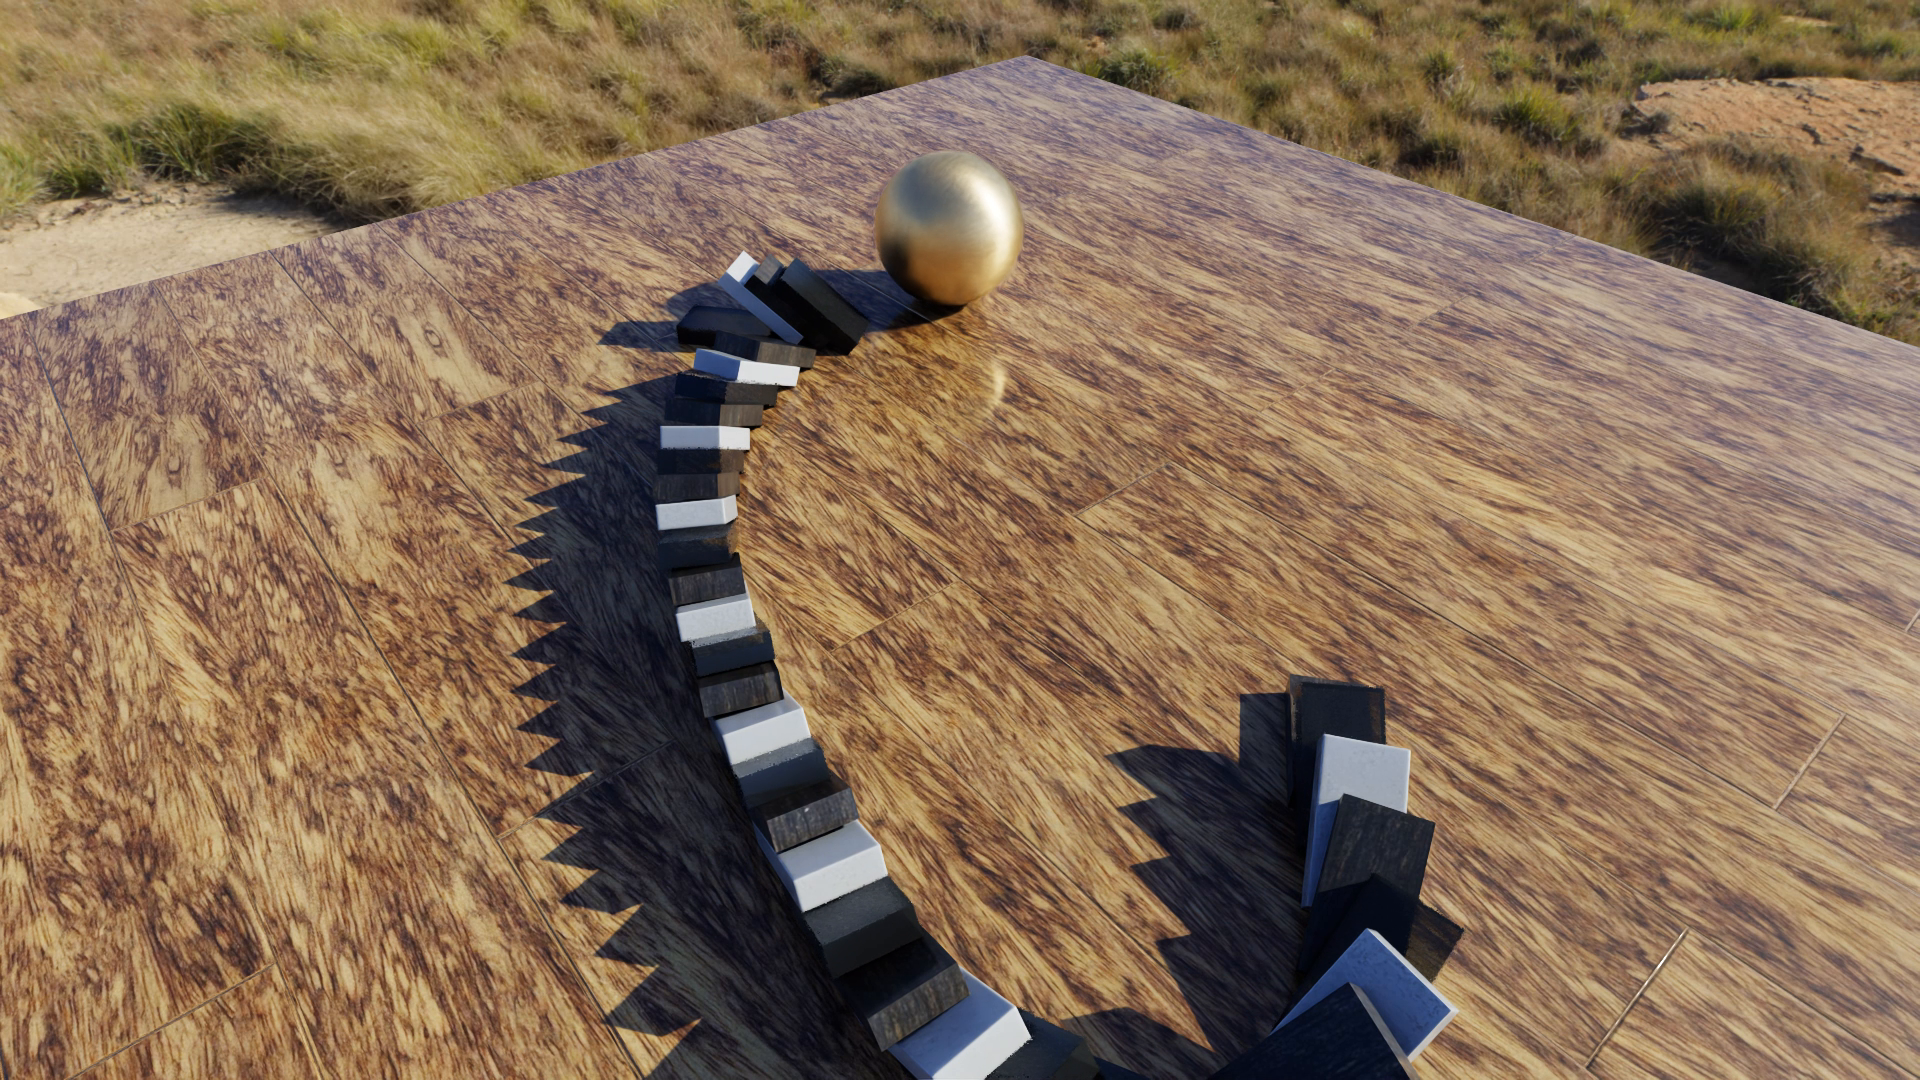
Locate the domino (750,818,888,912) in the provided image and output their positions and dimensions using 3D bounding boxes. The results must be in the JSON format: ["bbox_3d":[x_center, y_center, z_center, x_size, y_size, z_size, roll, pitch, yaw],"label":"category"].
[{"bbox_3d":[-0.042,0.088,0.318,0.025,0.010,0.050,-18,13,-21],"label":"domino"}]

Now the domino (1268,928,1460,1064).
[{"bbox_3d":[0.094,0.123,0.269,0.050,0.010,0.025,-51,50,6],"label":"domino"}]

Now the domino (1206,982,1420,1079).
[{"bbox_3d":[0.081,0.130,0.260,0.050,0.010,0.025,-42,42,13],"label":"domino"}]

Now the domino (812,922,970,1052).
[{"bbox_3d":[-0.020,0.110,0.287,0.025,0.009,0.050,-26,14,-20],"label":"domino"}]

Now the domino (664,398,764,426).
[{"bbox_3d":[-0.110,-0.057,0.494,0.025,0.009,0.050,8,8,10],"label":"domino"}]

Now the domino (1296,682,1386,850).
[{"bbox_3d":[0.117,0.070,0.338,0.025,0.009,0.050,4,68,8],"label":"domino"}]

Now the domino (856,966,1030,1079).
[{"bbox_3d":[-0.007,0.119,0.276,0.025,0.009,0.050,-31,15,-25],"label":"domino"}]

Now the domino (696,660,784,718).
[{"bbox_3d":[-0.075,0.046,0.368,0.025,0.009,0.050,-12,9,-14],"label":"domino"}]

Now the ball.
[{"bbox_3d":[-0.006,-0.166,0.591,0.080,0.080,0.080,0,39,0],"label":"ball"}]

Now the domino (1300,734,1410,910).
[{"bbox_3d":[0.116,0.084,0.322,0.025,0.009,0.050,9,69,10],"label":"domino"}]

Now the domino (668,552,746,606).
[{"bbox_3d":[-0.093,0.014,0.406,0.025,0.010,0.050,-10,7,-11],"label":"domino"}]

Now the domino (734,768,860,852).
[{"bbox_3d":[-0.050,0.077,0.329,0.025,0.009,0.050,-18,9,-21],"label":"domino"}]

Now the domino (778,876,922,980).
[{"bbox_3d":[-0.031,0.100,0.302,0.025,0.009,0.050,-19,12,-20],"label":"domino"}]

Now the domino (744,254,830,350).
[{"bbox_3d":[-0.085,-0.123,0.570,0.050,0.010,0.025,39,37,-17],"label":"domino"}]

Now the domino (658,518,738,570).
[{"bbox_3d":[-0.100,0.001,0.423,0.025,0.010,0.050,-6,9,-7],"label":"domino"}]

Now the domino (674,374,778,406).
[{"bbox_3d":[-0.107,-0.069,0.508,0.025,0.010,0.050,12,9,16],"label":"domino"}]

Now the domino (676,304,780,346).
[{"bbox_3d":[-0.121,-0.112,0.580,0.050,0.010,0.025,7,40,9],"label":"domino"}]

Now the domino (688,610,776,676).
[{"bbox_3d":[-0.080,0.035,0.379,0.025,0.010,0.050,-12,8,-16],"label":"domino"}]

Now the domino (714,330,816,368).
[{"bbox_3d":[-0.095,-0.093,0.538,0.025,0.010,0.050,19,12,21],"label":"domino"}]

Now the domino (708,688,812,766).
[{"bbox_3d":[-0.066,0.057,0.353,0.025,0.010,0.050,-18,9,-18],"label":"domino"}]

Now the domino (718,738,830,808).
[{"bbox_3d":[-0.059,0.067,0.340,0.025,0.010,0.050,-18,9,-18],"label":"domino"}]

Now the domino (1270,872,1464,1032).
[{"bbox_3d":[0.106,0.115,0.286,0.025,0.009,0.050,31,75,32],"label":"domino"}]

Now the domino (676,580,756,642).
[{"bbox_3d":[-0.087,0.025,0.393,0.025,0.009,0.050,-12,8,-12],"label":"domino"}]

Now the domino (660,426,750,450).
[{"bbox_3d":[-0.109,-0.044,0.475,0.025,0.010,0.050,0,5,3],"label":"domino"}]

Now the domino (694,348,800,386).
[{"bbox_3d":[-0.101,-0.082,0.524,0.025,0.009,0.050,19,12,21],"label":"domino"}]

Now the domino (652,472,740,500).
[{"bbox_3d":[-0.107,-0.023,0.450,0.025,0.009,0.050,-1,5,-2],"label":"domino"}]

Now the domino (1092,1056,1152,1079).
[{"bbox_3d":[0.021,0.133,0.261,0.025,0.009,0.050,-36,20,-36],"label":"domino"}]

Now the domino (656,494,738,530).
[{"bbox_3d":[-0.103,-0.011,0.435,0.025,0.009,0.050,-6,5,-6],"label":"domino"}]

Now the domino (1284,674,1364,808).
[{"bbox_3d":[0.121,0.067,0.362,0.025,0.010,0.050,8,40,9],"label":"domino"}]

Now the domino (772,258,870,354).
[{"bbox_3d":[-0.071,-0.121,0.567,0.050,0.009,0.025,39,37,-18],"label":"domino"}]

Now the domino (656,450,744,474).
[{"bbox_3d":[-0.108,-0.033,0.462,0.025,0.010,0.050,-1,5,-1],"label":"domino"}]

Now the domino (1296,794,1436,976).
[{"bbox_3d":[0.112,0.099,0.305,0.025,0.010,0.050,16,70,18],"label":"domino"}]

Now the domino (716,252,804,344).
[{"bbox_3d":[-0.100,-0.125,0.572,0.050,0.010,0.025,39,37,-17],"label":"domino"}]

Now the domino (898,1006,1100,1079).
[{"bbox_3d":[0.007,0.126,0.268,0.025,0.010,0.050,-35,17,-32],"label":"domino"}]
